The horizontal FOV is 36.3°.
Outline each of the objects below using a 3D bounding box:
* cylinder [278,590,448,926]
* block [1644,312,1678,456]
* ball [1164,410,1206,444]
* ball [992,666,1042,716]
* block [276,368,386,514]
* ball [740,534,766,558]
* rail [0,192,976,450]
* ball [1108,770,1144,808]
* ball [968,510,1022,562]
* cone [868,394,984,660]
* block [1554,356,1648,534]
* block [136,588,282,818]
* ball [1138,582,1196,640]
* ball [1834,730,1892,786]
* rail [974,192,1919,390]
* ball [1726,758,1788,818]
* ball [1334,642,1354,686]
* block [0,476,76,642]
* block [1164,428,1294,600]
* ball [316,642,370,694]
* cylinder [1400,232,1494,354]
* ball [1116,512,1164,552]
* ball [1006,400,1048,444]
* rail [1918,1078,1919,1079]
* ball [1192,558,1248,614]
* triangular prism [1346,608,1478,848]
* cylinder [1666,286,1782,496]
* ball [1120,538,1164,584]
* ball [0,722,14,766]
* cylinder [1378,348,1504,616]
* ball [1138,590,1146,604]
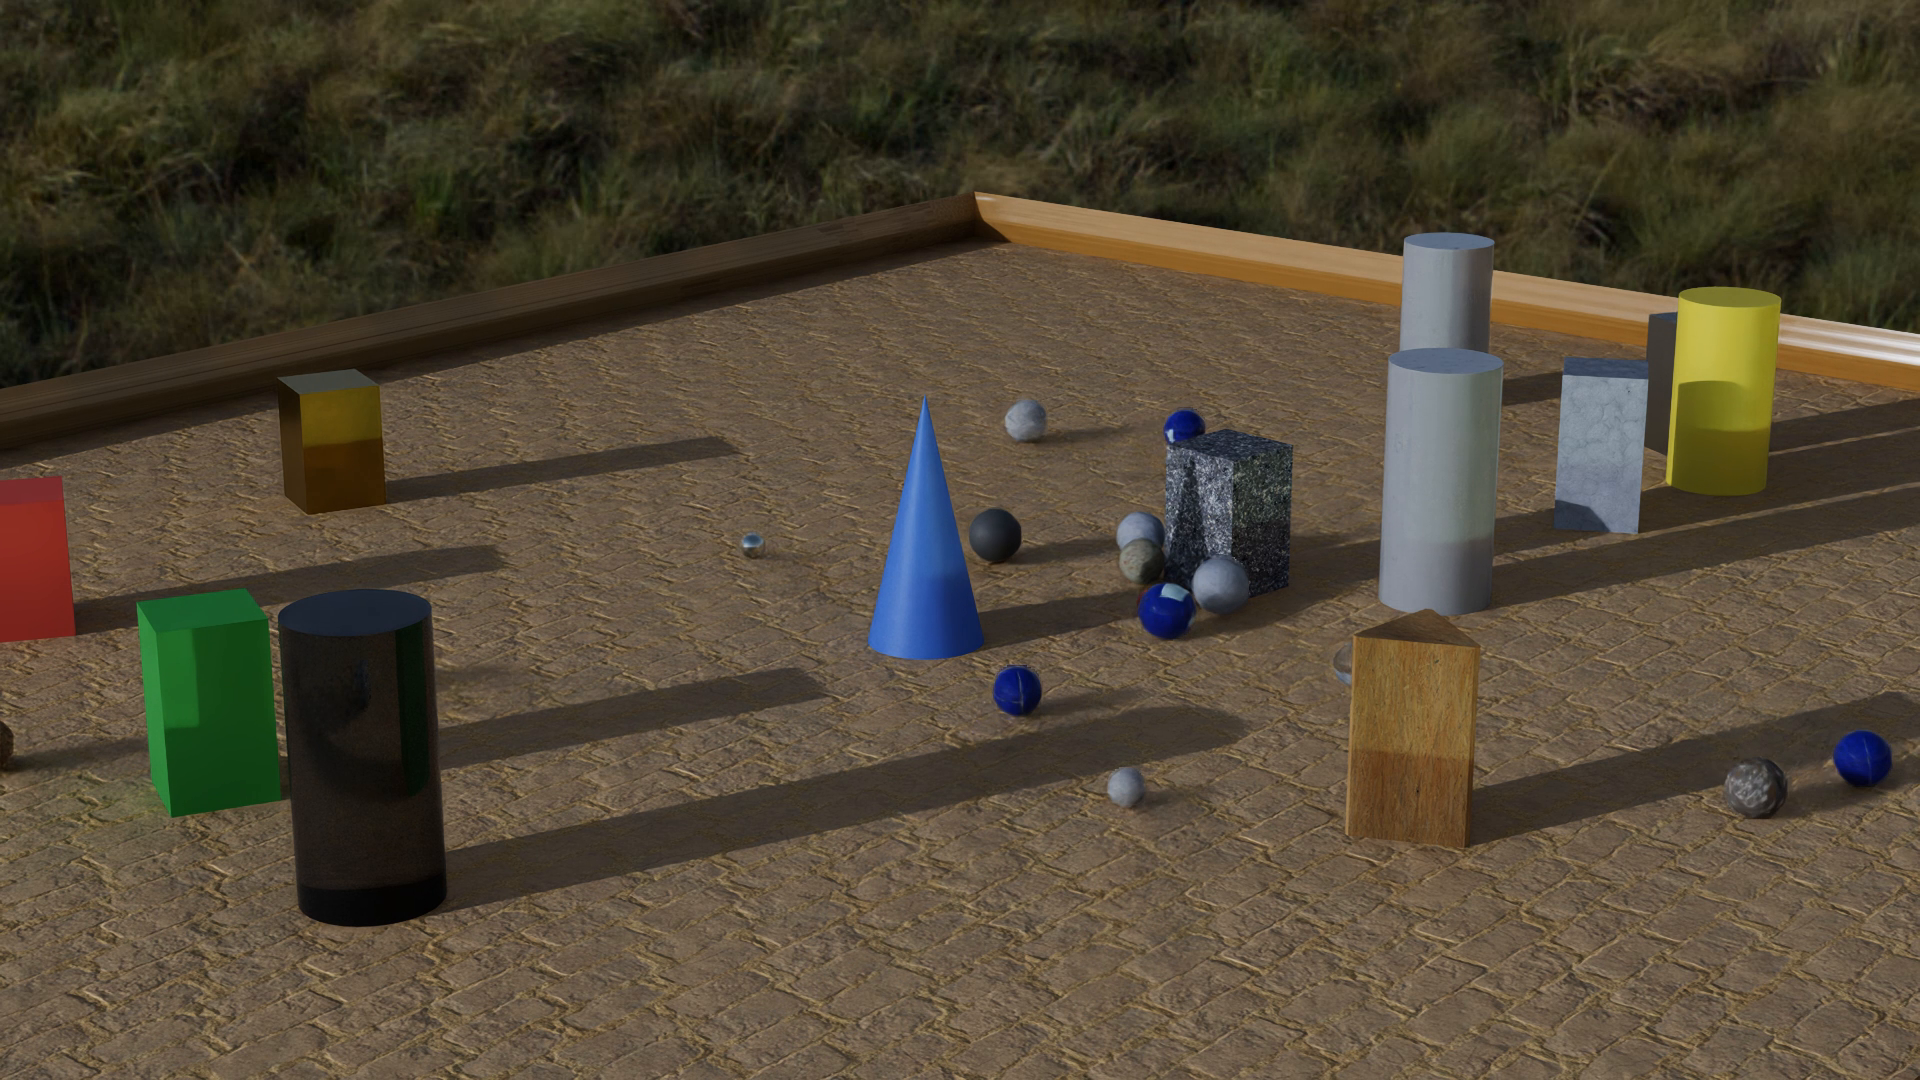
[{"bbox_3d":[-0.777,0.282,3.825,0.194,0.396,0.194,0,17,0],"label":"cylinder"},{"bbox_3d":[1.516,-0.318,6.021,0.155,0.277,0.155,-6,18,-20],"label":"block"},{"bbox_3d":[0.463,-0.225,6.044,0.087,0.087,0.087,0,17,0],"label":"ball"},{"bbox_3d":[0.089,0.234,4.539,0.076,0.076,0.076,0,17,0],"label":"ball"},{"bbox_3d":[-1.216,-0.192,5.672,0.155,0.237,0.155,-9,19,-27],"label":"block"},{"bbox_3d":[-0.377,0.011,5.330,0.046,0.046,0.046,0,17,0],"label":"ball"},{"bbox_3d":[-1.592,-0.368,6.444,0.045,0.126,5.035,14,22,39],"label":"rail"},{"bbox_3d":[0.237,0.354,4.181,0.053,0.053,0.053,0,17,0],"label":"ball"},{"bbox_3d":[0.064,-0.008,5.306,0.096,0.096,0.096,0,17,0],"label":"ball"},{"bbox_3d":[-0.057,-0.035,4.830,0.194,0.424,0.194,0,17,0],"label":"cone"},{"bbox_3d":[1.209,-0.180,5.532,0.155,0.296,0.155,4,17,12],"label":"block"},{"bbox_3d":[-1.077,0.231,4.204,0.155,0.275,0.155,-8,18,-24],"label":"block"},{"bbox_3d":[0.345,0.118,4.892,0.095,0.095,0.095,0,17,0],"label":"ball"},{"bbox_3d":[1.311,0.316,4.259,0.082,0.082,0.082,0,17,0],"label":"ball"},{"bbox_3d":[1.635,-0.512,6.923,4.265,0.126,0.045,14,22,39],"label":"rail"},{"bbox_3d":[1.124,0.350,4.138,0.086,0.086,0.086,0,17,0],"label":"ball"},{"bbox_3d":[0.629,0.199,4.668,0.070,0.070,0.070,0,17,0],"label":"ball"},{"bbox_3d":[-1.580,0.032,4.930,0.155,0.237,0.155,-5,18,-17],"label":"block"},{"bbox_3d":[0.470,-0.043,5.143,0.155,0.258,0.155,-15,23,-41],"label":"block"},{"bbox_3d":[-0.974,0.202,4.633,0.083,0.083,0.083,0,17,0],"label":"ball"},{"bbox_3d":[1.059,-0.475,6.399,0.194,0.360,0.194,0,17,0],"label":"cylinder"},{"bbox_3d":[0.327,-0.006,5.313,0.089,0.089,0.089,0,17,0],"label":"ball"},{"bbox_3d":[0.139,-0.246,6.109,0.089,0.089,0.089,0,17,0],"label":"ball"},{"bbox_3d":[1.592,0.431,3.797,0.045,0.126,5.035,14,22,39],"label":"rail"},{"bbox_3d":[0.445,0.078,5.019,0.097,0.097,0.097,0,17,0],"label":"ball"},{"bbox_3d":[0.638,0.257,4.090,0.168,0.292,0.146,5,17,15],"label":"triangular prism"},{"bbox_3d":[1.501,-0.294,5.771,0.194,0.376,0.194,0,17,0],"label":"cylinder"},{"bbox_3d":[0.322,0.037,5.184,0.081,0.081,0.081,0,17,0],"label":"ball"},{"bbox_3d":[-1.433,0.301,4.316,0.078,0.078,0.078,0,17,0],"label":"ball"},{"bbox_3d":[0.826,-0.102,5.048,0.194,0.425,0.194,0,17,0],"label":"cylinder"},{"bbox_3d":[0.326,0.106,5.021,0.043,0.043,0.043,0,17,0],"label":"ball"}]
